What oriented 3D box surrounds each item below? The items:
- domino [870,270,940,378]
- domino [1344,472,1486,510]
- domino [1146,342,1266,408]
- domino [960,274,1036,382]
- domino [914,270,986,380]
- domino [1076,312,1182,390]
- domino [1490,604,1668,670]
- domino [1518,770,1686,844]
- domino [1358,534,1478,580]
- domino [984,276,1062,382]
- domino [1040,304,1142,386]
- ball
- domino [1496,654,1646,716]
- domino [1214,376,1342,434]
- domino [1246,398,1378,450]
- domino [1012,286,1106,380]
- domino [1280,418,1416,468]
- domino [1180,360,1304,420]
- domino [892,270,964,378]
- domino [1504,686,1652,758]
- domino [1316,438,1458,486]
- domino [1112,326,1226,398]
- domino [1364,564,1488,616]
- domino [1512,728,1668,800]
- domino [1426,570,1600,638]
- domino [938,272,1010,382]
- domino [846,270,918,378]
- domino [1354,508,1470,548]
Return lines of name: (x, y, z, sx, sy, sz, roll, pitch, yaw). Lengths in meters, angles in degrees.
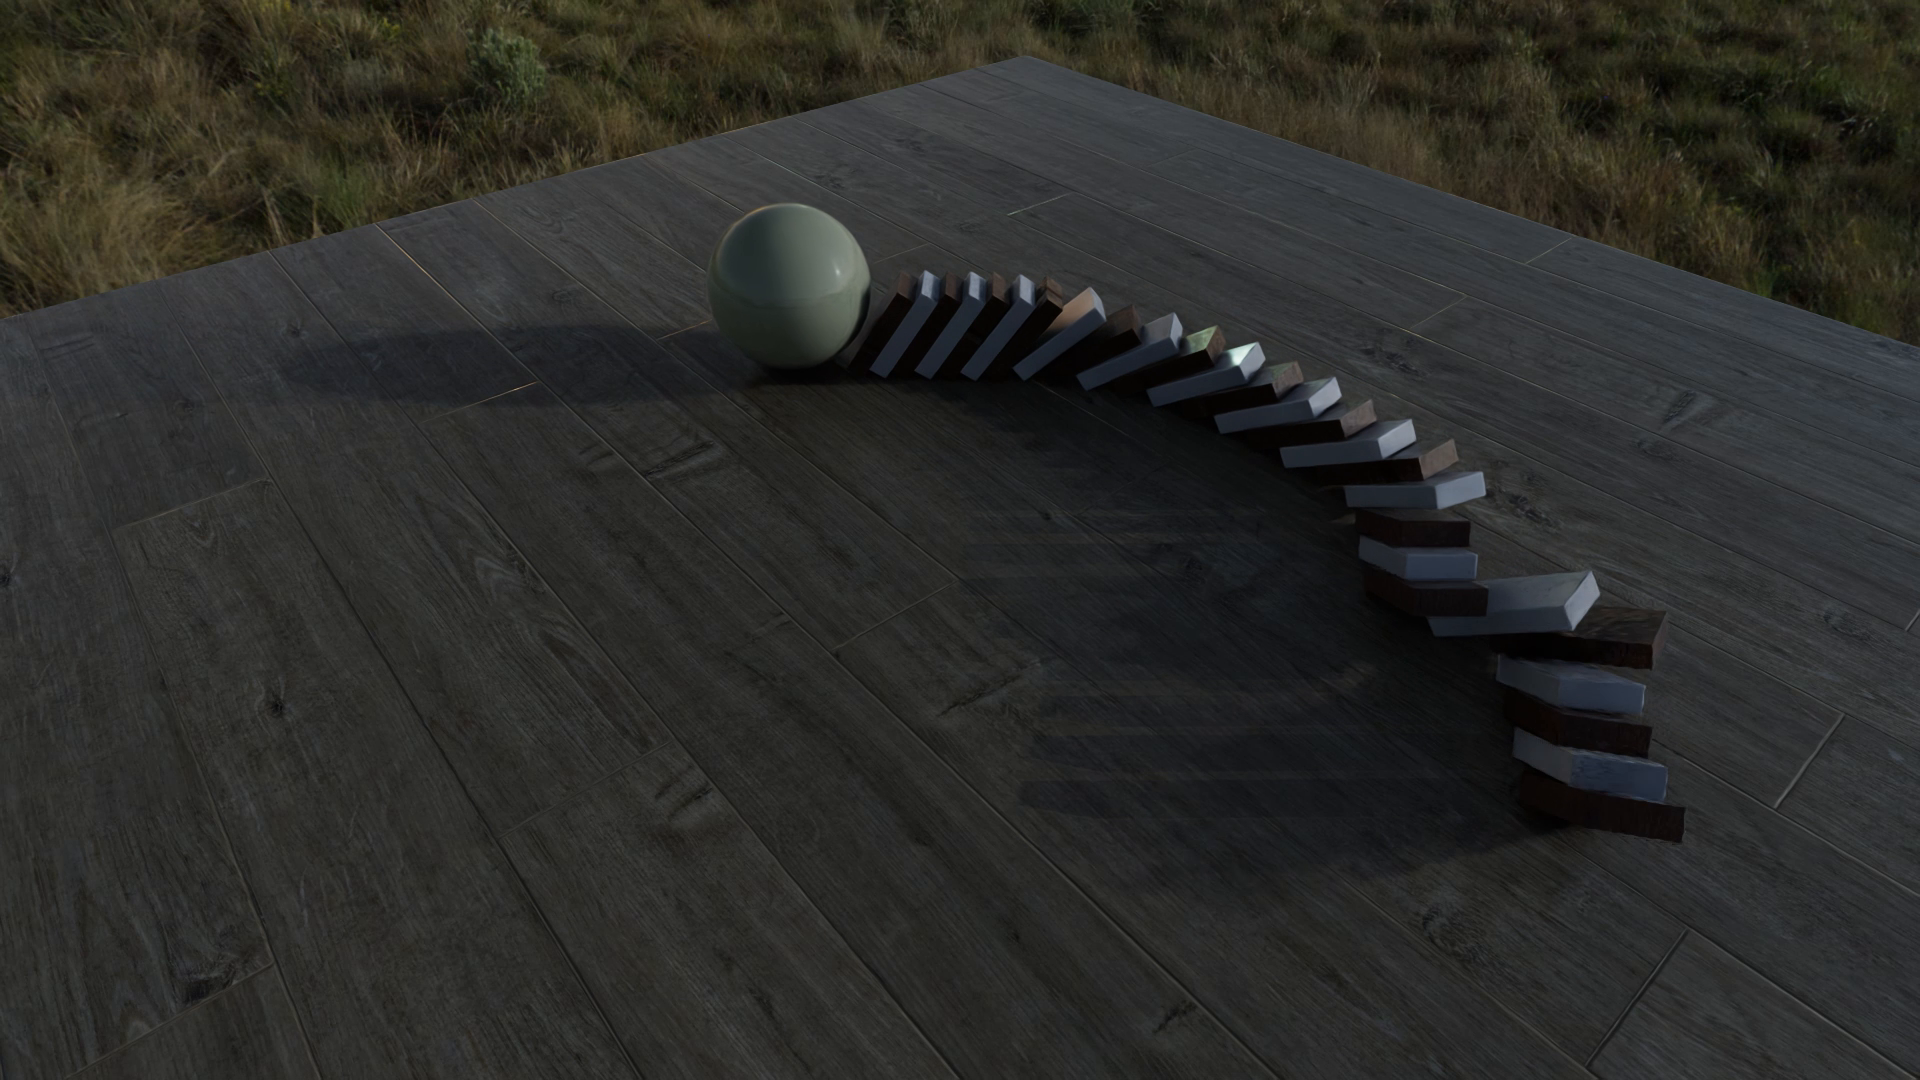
domino: (-0.027, -0.106, 0.543, 0.010, 0.050, 0.025, 27, 36, -18)
domino: (0.184, -0.020, 0.447, 0.025, 0.009, 0.050, -15, 8, -20)
domino: (0.115, -0.078, 0.518, 0.050, 0.010, 0.025, -10, 26, 43)
domino: (0.019, -0.104, 0.541, 0.009, 0.050, 0.025, 29, 35, -19)
domino: (-0.005, -0.106, 0.543, 0.009, 0.050, 0.025, 28, 36, -18)
domino: (0.083, -0.092, 0.535, 0.050, 0.010, 0.025, -20, 30, 29)
domino: (0.217, 0.032, 0.387, 0.050, 0.010, 0.025, 4, 27, 42)
domino: (0.187, 0.078, 0.323, 0.025, 0.010, 0.050, 8, -4, 9)
domino: (0.172, 0.006, 0.416, 0.025, 0.010, 0.050, 0, 9, 2)
domino: (0.031, -0.104, 0.541, 0.010, 0.050, 0.025, 31, 35, -20)
domino: (0.064, -0.096, 0.540, 0.050, 0.010, 0.025, -23, 32, 25)
ball: (-0.083, -0.123, 0.538, 0.080, 0.080, 0.080, 0, 39, 0)
domino: (0.200, 0.047, 0.364, 0.025, 0.009, 0.050, 5, 3, 6)
domino: (0.143, -0.060, 0.497, 0.025, 0.010, 0.050, -35, 19, -35)
domino: (0.155, -0.051, 0.485, 0.025, 0.009, 0.050, -30, 15, -31)
domino: (0.048, -0.102, 0.543, 0.050, 0.010, 0.025, -34, 29, 22)
domino: (0.166, -0.041, 0.473, 0.025, 0.010, 0.050, -26, 14, -31)
domino: (0.129, -0.069, 0.508, 0.050, 0.009, 0.025, -6, 25, 48)
domino: (-0.016, -0.106, 0.543, 0.010, 0.050, 0.025, 27, 36, -18)
domino: (0.195, 0.057, 0.351, 0.025, 0.010, 0.050, 8, 3, 9)
domino: (0.178, -0.032, 0.462, 0.025, 0.009, 0.050, -24, 13, -31)
domino: (0.100, -0.085, 0.527, 0.050, 0.010, 0.025, -15, 27, 36)
domino: (0.169, 0.018, 0.402, 0.025, 0.010, 0.050, 0, 9, 2)
domino: (0.191, 0.068, 0.337, 0.025, 0.010, 0.050, 8, 0, 9)
domino: (0.197, 0.023, 0.393, 0.025, 0.010, 0.050, -33, 13, -34)
domino: (0.007, -0.105, 0.542, 0.010, 0.050, 0.025, 28, 36, -18)
domino: (-0.038, -0.107, 0.544, 0.010, 0.050, 0.025, 27, 36, -18)
domino: (0.176, -0.005, 0.430, 0.025, 0.009, 0.050, 1, 7, 1)
